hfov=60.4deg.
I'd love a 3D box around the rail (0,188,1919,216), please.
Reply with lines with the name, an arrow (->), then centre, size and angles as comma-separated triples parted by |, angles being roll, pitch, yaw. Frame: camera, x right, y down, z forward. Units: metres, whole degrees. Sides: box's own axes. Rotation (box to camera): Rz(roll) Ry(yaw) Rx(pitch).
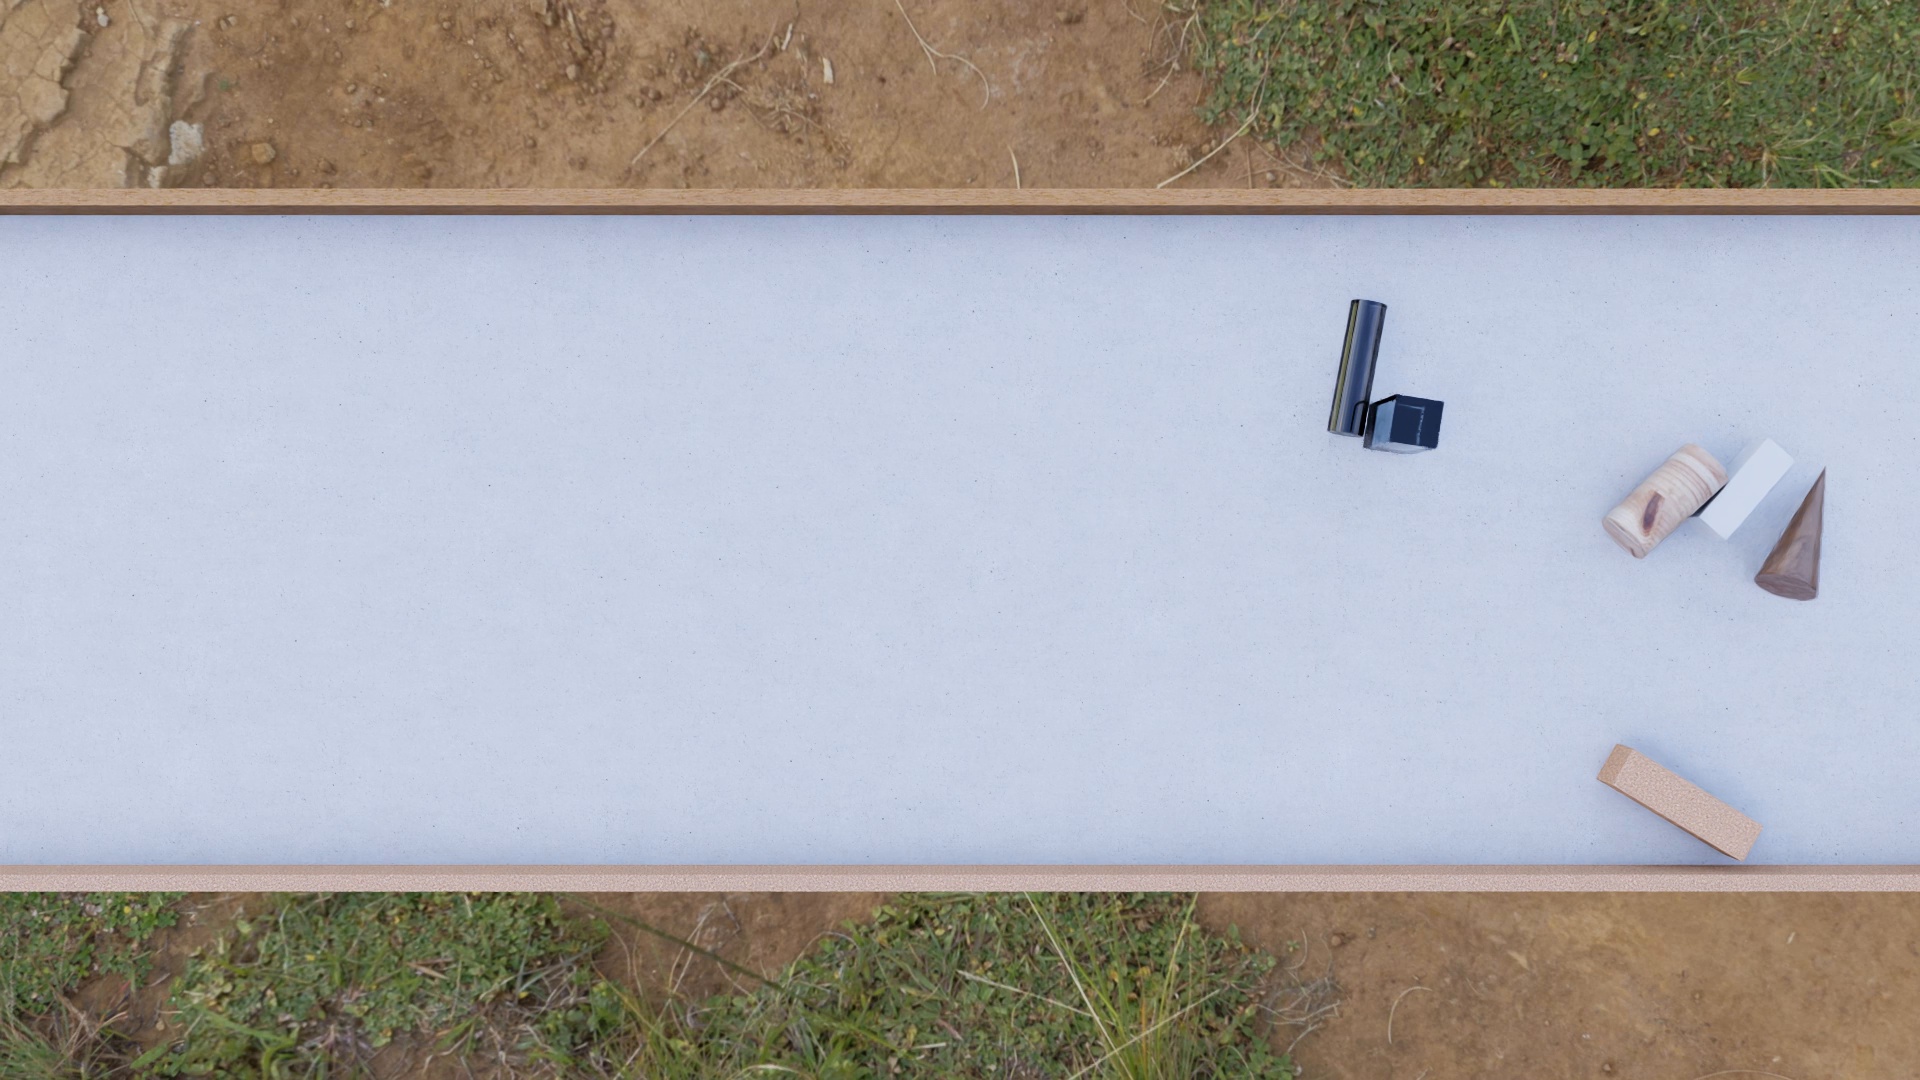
rail -> -2.247, -1.025, 5.002 | 12.000, 0.150, 0.050 | 0, 90, 0

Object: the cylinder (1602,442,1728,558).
cylinder -> 2.132, -0.118, 4.993 | 0.340, 0.167, 0.167 | -42, 90, 0

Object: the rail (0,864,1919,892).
rail -> -2.247, 1.025, 5.001 | 12.000, 0.150, 0.050 | 0, 90, 0

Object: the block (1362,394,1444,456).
block -> 1.314, -0.340, 4.905 | 0.138, 0.341, 0.138 | 9, 90, 1

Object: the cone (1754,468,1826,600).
cone -> 2.580, -0.042, 5.033 | 0.177, 0.177, 0.415 | 24, 78, 0

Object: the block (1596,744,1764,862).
block -> 2.186, 0.797, 5.014 | 0.457, 0.125, 0.125 | 31, 90, 0

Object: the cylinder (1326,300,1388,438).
cylinder -> 1.208, -0.521, 5.022 | 0.110, 0.110, 0.404 | 11, 90, 0

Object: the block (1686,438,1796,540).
block -> 2.372, -0.154, 5.022 | 0.108, 0.108, 0.319 | 41, 90, 0
